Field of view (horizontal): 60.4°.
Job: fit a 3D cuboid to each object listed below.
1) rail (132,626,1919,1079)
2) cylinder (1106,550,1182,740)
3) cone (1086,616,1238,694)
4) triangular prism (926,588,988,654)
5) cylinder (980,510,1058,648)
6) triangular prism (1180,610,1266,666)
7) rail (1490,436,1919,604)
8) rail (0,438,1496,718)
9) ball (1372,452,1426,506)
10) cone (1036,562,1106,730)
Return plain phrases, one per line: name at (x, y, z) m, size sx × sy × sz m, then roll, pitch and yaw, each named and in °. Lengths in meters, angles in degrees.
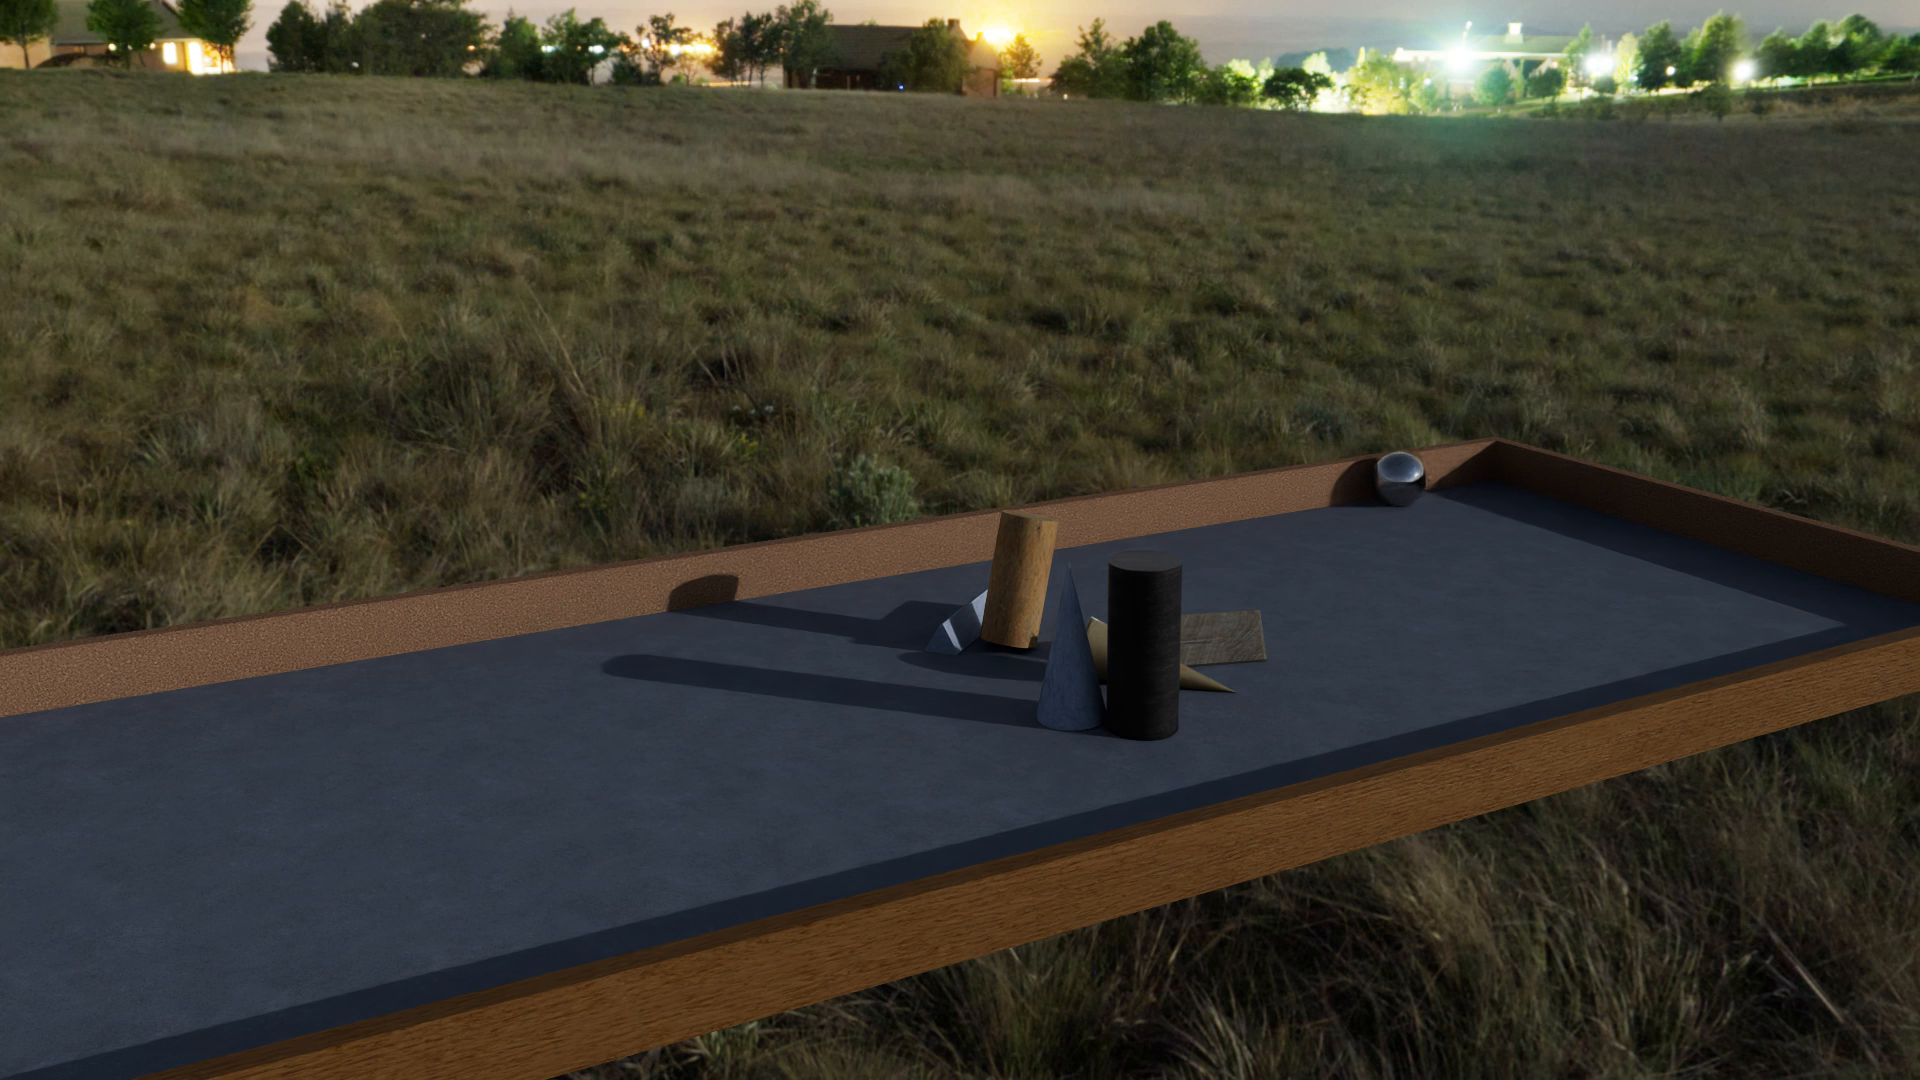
rail at (-2.336, 1.006, 1.665) m, size 12.000 × 0.150 × 0.050 m, roll -9°, pitch 18°, yaw -27°
cylinder at (0.424, 0.242, 3.806) m, size 0.168 × 0.407 × 0.168 m, roll -1°, pitch 16°, yaw 0°
cone at (0.499, 0.324, 4.110) m, size 0.400 × 0.162 × 0.162 m, roll 16°, pitch 20°, yaw 12°
triangular prism at (0.028, 0.206, 4.503) m, size 0.093 × 0.080 × 0.392 m, roll 7°, pitch 18°, yaw 22°
cylinder at (0.156, 0.102, 4.359) m, size 0.153 × 0.339 × 0.153 m, roll 10°, pitch 7°, yaw -1°
triangular prism at (0.597, 0.248, 4.290) m, size 0.378 × 0.118 × 0.136 m, roll -3°, pitch 16°, yaw -11°
rail at (2.466, -0.048, 5.253) m, size 0.050 × 0.150 × 2.100 m, roll -9°, pitch 18°, yaw -27°
rail at (-3.305, 0.497, 3.399) m, size 12.000 × 0.150 × 0.050 m, roll -9°, pitch 18°, yaw -27°
ball at (1.530, -0.214, 5.749) m, size 0.188 × 0.188 × 0.188 m, roll 0°, pitch 16°, yaw 0°
cone at (0.258, 0.233, 3.856) m, size 0.169 × 0.388 × 0.169 m, roll -2°, pitch 19°, yaw 1°
